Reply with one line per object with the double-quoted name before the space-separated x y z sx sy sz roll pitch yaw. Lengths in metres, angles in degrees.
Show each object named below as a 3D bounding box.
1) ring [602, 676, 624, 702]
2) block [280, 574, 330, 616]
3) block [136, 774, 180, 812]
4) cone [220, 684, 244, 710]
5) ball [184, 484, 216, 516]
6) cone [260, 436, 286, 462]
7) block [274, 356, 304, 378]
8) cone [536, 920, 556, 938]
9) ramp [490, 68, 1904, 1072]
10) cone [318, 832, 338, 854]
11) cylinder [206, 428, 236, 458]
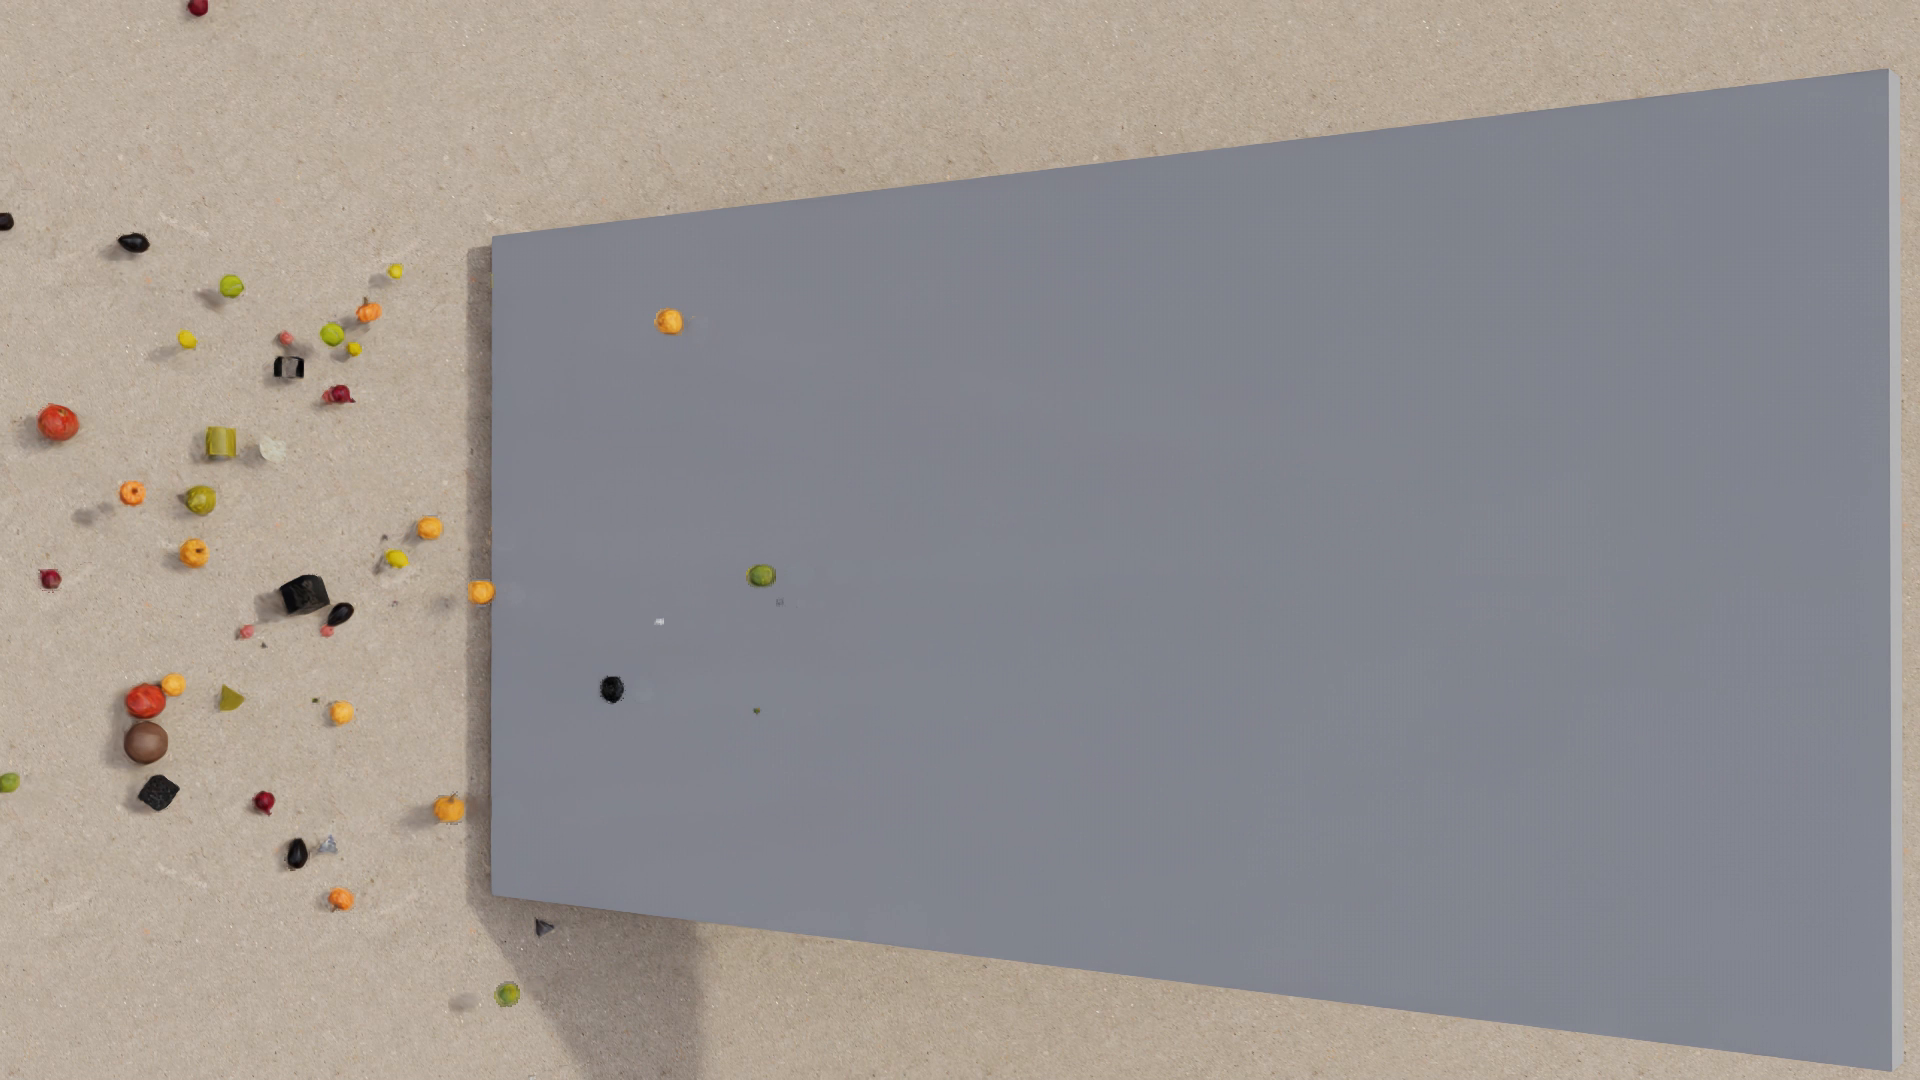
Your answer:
"ring" -1.006 0.431 6.366 0.077 0.026 0.077 -1 88 36
"block" -1.990 0.167 6.680 0.091 0.091 0.091 -24 79 15
"block" -2.446 0.771 6.714 0.076 0.076 0.076 35 90 0
"cone" -2.246 0.470 6.738 0.077 0.077 0.077 -35 63 0
"ball" -2.318 -0.122 6.713 0.094 0.094 0.094 0 90 0
"cone" -2.114 -0.269 6.728 0.082 0.082 0.082 11 70 -32
"block" -2.050 -0.529 6.720 0.061 0.061 0.061 3 89 37
"cone" -1.264 1.187 6.732 0.057 0.057 0.057 -3 90 -21
"ramp" 0.245 0.068 5.570 4.000 0.100 2.000 0 89 35
"cone" -1.928 0.924 6.725 0.064 0.064 0.064 7 80 0
"cylinder" -2.257 -0.299 6.716 0.085 0.085 0.085 1 88 0
